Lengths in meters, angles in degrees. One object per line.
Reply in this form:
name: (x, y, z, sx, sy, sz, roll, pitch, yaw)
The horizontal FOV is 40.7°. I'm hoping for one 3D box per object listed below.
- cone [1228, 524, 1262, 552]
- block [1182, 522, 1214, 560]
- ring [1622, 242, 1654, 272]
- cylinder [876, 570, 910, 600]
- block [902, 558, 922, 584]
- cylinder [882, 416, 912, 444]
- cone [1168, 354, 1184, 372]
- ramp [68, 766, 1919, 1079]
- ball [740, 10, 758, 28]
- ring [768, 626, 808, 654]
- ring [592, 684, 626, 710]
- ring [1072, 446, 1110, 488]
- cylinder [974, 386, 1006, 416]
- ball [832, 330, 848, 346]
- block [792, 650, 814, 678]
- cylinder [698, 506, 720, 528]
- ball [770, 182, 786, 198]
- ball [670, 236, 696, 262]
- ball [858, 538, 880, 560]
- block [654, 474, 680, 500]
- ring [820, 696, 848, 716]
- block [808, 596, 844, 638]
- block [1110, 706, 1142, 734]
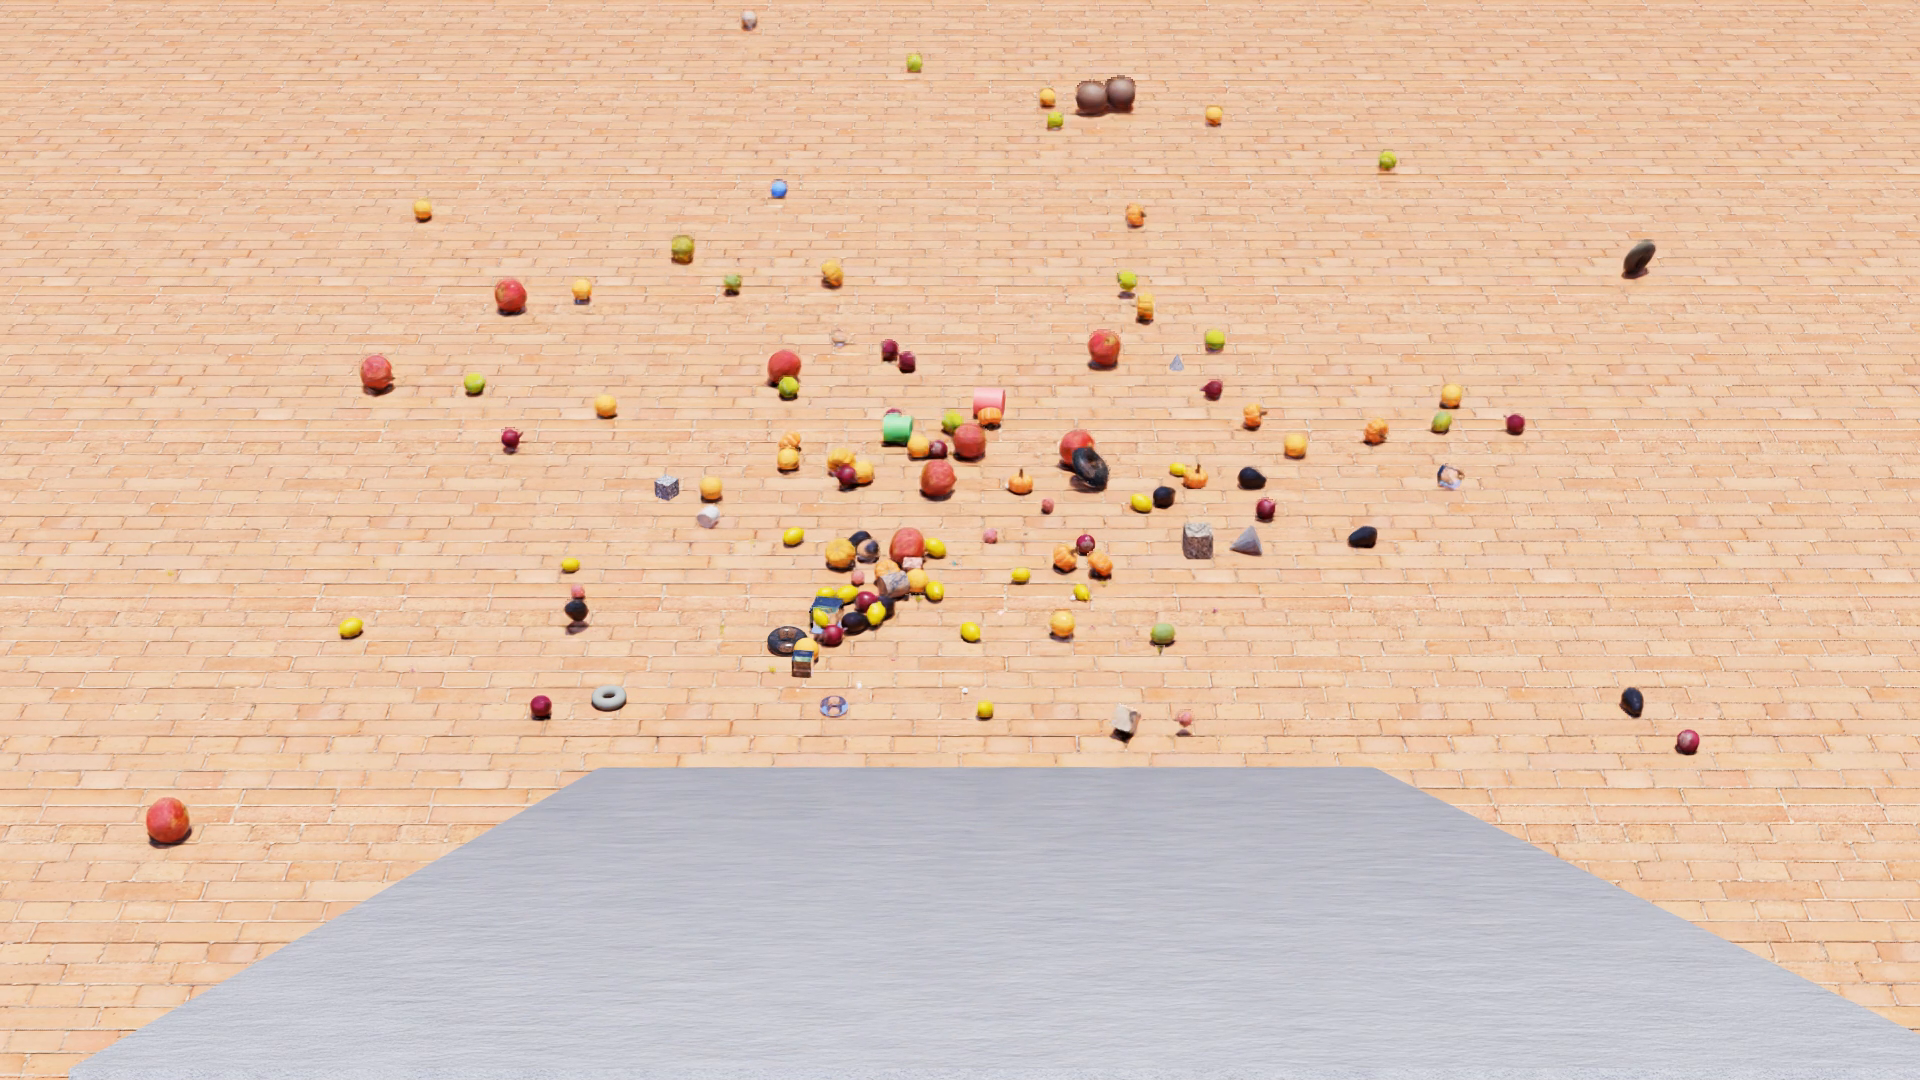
cone: (0.846, 0.012, 7.764, 0.092, 0.092, 0.092, -22, 28, 15)
block: (0.712, 0.002, 7.744, 0.079, 0.079, 0.079, -2, 31, -3)
ring: (2.456, -1.023, 9.372, 0.135, 0.135, 0.045, -21, 57, -31)
cylinder: (-0.193, 0.132, 7.536, 0.073, 0.073, 0.073, -15, 35, -23)
block: (-0.139, 0.090, 7.624, 0.054, 0.054, 0.054, 3, 32, 4)
cylinder: (-0.200, -0.355, 8.321, 0.086, 0.086, 0.086, 3, 32, 5)
cone: (0.734, -0.607, 8.765, 0.055, 0.055, 0.055, 0, 31, 0)
ramp: (0.070, 0.619, 4.699, 2.000, 0.100, 4.000, 0, -1, 0)
ball: (-0.939, -2.320, 11.546, 0.078, 0.078, 0.078, 0, 31, 0)
ring: (-0.487, 0.284, 7.322, 0.116, 0.039, 0.116, 1, 32, 0)
ring: (-0.961, 0.430, 7.088, 0.097, 0.032, 0.097, -1, 32, 0)
ring: (0.408, -0.227, 8.089, 0.147, 0.049, 0.147, 35, 32, -26)
cylinder: (0.096, -0.452, 8.475, 0.093, 0.093, 0.093, 5, 32, 9)
ball: (-0.414, -0.695, 8.909, 0.055, 0.055, 0.055, 0, 31, 0)
block: (-0.437, 0.345, 7.206, 0.055, 0.055, 0.055, 3, 32, 5)
cylinder: (-0.764, -0.070, 7.889, 0.051, 0.051, 0.051, 13, 34, 21)
ball: (-0.698, -1.349, 9.971, 0.062, 0.062, 0.062, 0, 31, 0)
ball: (-1.015, -1.065, 9.479, 0.091, 0.091, 0.091, 0, 31, 0)
ball: (-0.273, 0.029, 7.713, 0.066, 0.066, 0.066, 0, 31, 0)
block: (-0.909, -0.163, 8.037, 0.054, 0.054, 0.054, 20, 37, 29)
ring: (-0.344, 0.452, 7.059, 0.078, 0.026, 0.078, -1, 32, 0)
block: (-0.380, 0.218, 7.390, 0.079, 0.079, 0.079, 7, 32, 11)
block: (0.445, 0.483, 6.949, 0.057, 0.057, 0.057, 19, -4, 21)
